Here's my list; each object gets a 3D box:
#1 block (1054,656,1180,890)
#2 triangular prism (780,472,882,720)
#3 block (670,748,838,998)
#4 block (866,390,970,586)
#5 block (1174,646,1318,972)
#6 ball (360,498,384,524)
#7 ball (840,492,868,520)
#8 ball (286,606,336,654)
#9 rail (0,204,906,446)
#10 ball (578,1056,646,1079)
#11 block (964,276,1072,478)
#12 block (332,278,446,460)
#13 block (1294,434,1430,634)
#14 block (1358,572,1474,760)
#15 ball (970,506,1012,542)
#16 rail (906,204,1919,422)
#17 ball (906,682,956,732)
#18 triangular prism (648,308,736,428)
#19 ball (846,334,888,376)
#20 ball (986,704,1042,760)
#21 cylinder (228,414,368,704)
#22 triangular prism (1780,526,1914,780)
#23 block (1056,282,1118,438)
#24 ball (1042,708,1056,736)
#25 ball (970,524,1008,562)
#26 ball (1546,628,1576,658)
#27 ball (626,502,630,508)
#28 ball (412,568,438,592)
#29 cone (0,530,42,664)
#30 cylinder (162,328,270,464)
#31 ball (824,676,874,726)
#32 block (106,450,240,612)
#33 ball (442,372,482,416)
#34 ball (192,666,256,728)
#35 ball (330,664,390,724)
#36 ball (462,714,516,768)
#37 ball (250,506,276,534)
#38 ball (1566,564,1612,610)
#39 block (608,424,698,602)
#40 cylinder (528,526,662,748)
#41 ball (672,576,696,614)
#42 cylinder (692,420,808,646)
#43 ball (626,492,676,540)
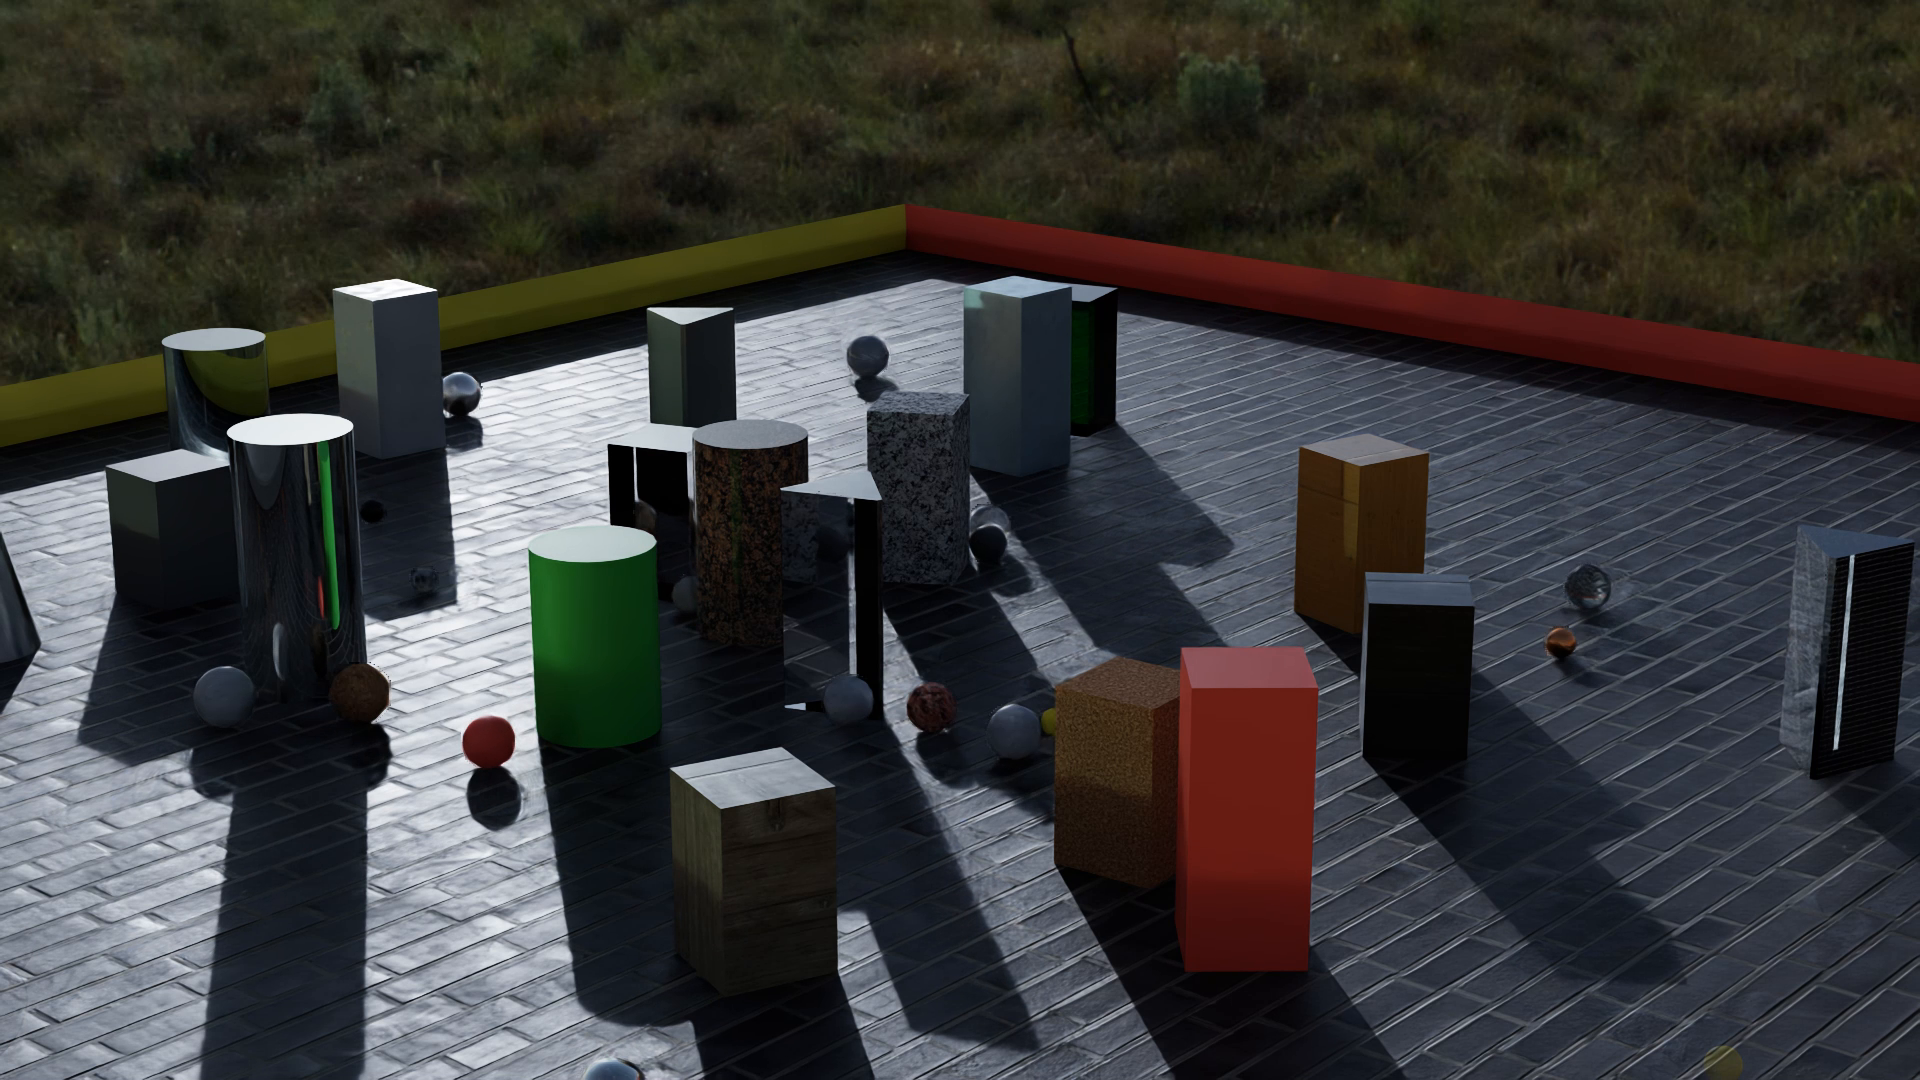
[{"bbox_3d":[0.235,0.312,3.969,0.154,0.254,0.154,12,20,34],"label":"block"},{"bbox_3d":[-0.172,0.080,4.567,0.166,0.353,0.144,6,18,20],"label":"triangular prism"},{"bbox_3d":[-0.257,0.411,3.652,0.154,0.248,0.154,-9,19,-27],"label":"block"},{"bbox_3d":[-0.073,-0.094,5.218,0.154,0.310,0.154,3,17,11],"label":"block"},{"bbox_3d":[0.356,0.337,3.679,0.154,0.375,0.154,0,17,-1],"label":"block"},{"bbox_3d":[-1.112,-0.055,5.545,0.046,0.046,0.046,0,17,0],"label":"ball"},{"bbox_3d":[-0.200,-0.064,5.560,0.055,0.055,0.055,0,17,0],"label":"ball"},{"bbox_3d":[-1.067,0.148,4.815,0.080,0.080,0.080,0,17,0],"label":"ball"},{"bbox_3d":[-1.606,-0.372,6.455,0.045,0.125,4.491,14,22,39],"label":"rail"},{"bbox_3d":[-0.386,0.616,3.259,0.082,0.082,0.082,0,17,0],"label":"ball"},{"bbox_3d":[0.116,-0.331,5.908,0.154,0.365,0.154,15,22,40],"label":"block"},{"bbox_3d":[-1.176,-0.354,6.043,0.154,0.330,0.154,-15,22,-40],"label":"block"},{"bbox_3d":[0.680,-0.012,4.979,0.154,0.292,0.154,-11,20,-32],"label":"block"},{"bbox_3d":[0.684,0.188,4.404,0.154,0.241,0.154,2,17,5],"label":"block"},{"bbox_3d":[0.053,-0.023,5.375,0.083,0.083,0.083,0,17,0],"label":"ball"},{"bbox_3d":[1.457,-0.454,6.727,4.300,0.125,0.045,14,22,39],"label":"rail"},{"bbox_3d":[-0.044,0.255,4.468,0.075,0.075,0.075,0,17,0],"label":"ball"},{"bbox_3d":[-0.543,-0.266,5.698,0.144,0.361,0.166,10,19,29],"label":"triangular prism"},{"bbox_3d":[-0.210,-0.419,6.665,0.096,0.096,0.096,0,17,0],"label":"ball"},{"bbox_3d":[0.081,0.285,4.356,0.082,0.082,0.082,0,17,0],"label":"ball"},{"bbox_3d":[-1.043,0.028,4.626,0.192,0.419,0.192,0,17,0],"label":"cylinder"},{"bbox_3d":[1.281,0.158,4.335,0.166,0.339,0.144,-10,19,-29],"label":"triangular prism"},{"bbox_3d":[0.231,-0.384,6.214,0.154,0.290,0.154,8,18,24],"label":"block"},{"bbox_3d":[0.146,0.276,4.452,0.045,0.045,0.045,0,17,0],"label":"ball"},{"bbox_3d":[0.051,0.006,5.305,0.068,0.068,0.068,0,17,0],"label":"ball"},{"bbox_3d":[0.984,0.169,4.800,0.049,0.049,0.049,0,17,0],"label":"ball"},{"bbox_3d":[-0.600,-0.053,5.519,0.058,0.058,0.058,0,17,0],"label":"ball"},{"bbox_3d":[-0.938,0.070,5.137,0.044,0.044,0.044,0,17,0],"label":"ball"},{"bbox_3d":[-1.620,-0.014,4.794,0.192,0.402,0.192,0,17,0],"label":"cone"},{"bbox_3d":[-1.420,-0.226,5.629,0.192,0.326,0.192,0,17,0],"label":"cylinder"},{"bbox_3d":[-0.170,0.247,4.488,0.078,0.078,0.078,0,17,0],"label":"ball"},{"bbox_3d":[-1.369,-0.019,5.107,0.154,0.231,0.154,15,22,40],"label":"block"},{"bbox_3d":[-1.080,-0.314,6.322,0.094,0.094,0.094,0,17,0],"label":"ball"},{"bbox_3d":[-1.125,0.240,4.485,0.094,0.094,0.094,0,17,0],"label":"ball"},{"bbox_3d":[-0.922,0.236,4.505,0.091,0.091,0.091,0,17,0],"label":"ball"},{"bbox_3d":[-0.694,0.297,4.325,0.078,0.078,0.078,0,17,0],"label":"ball"},{"bbox_3d":[-1.303,-0.038,5.482,0.049,0.049,0.049,0,17,0],"label":"ball"},{"bbox_3d":[1.081,0.081,5.041,0.078,0.078,0.078,0,17,0],"label":"ball"},{"bbox_3d":[-0.508,-0.048,5.133,0.154,0.271,0.154,7,18,21],"label":"block"},{"bbox_3d":[-0.553,0.145,4.456,0.192,0.293,0.192,0,17,0],"label":"cylinder"},{"bbox_3d":[-0.461,0.095,5.017,0.065,0.065,0.065,0,17,0],"label":"ball"},{"bbox_3d":[-0.348,-0.014,4.907,0.192,0.338,0.192,0,17,0],"label":"cylinder"},{"bbox_3d":[-0.573,-0.045,5.435,0.091,0.091,0.091,0,17,0],"label":"ball"}]
